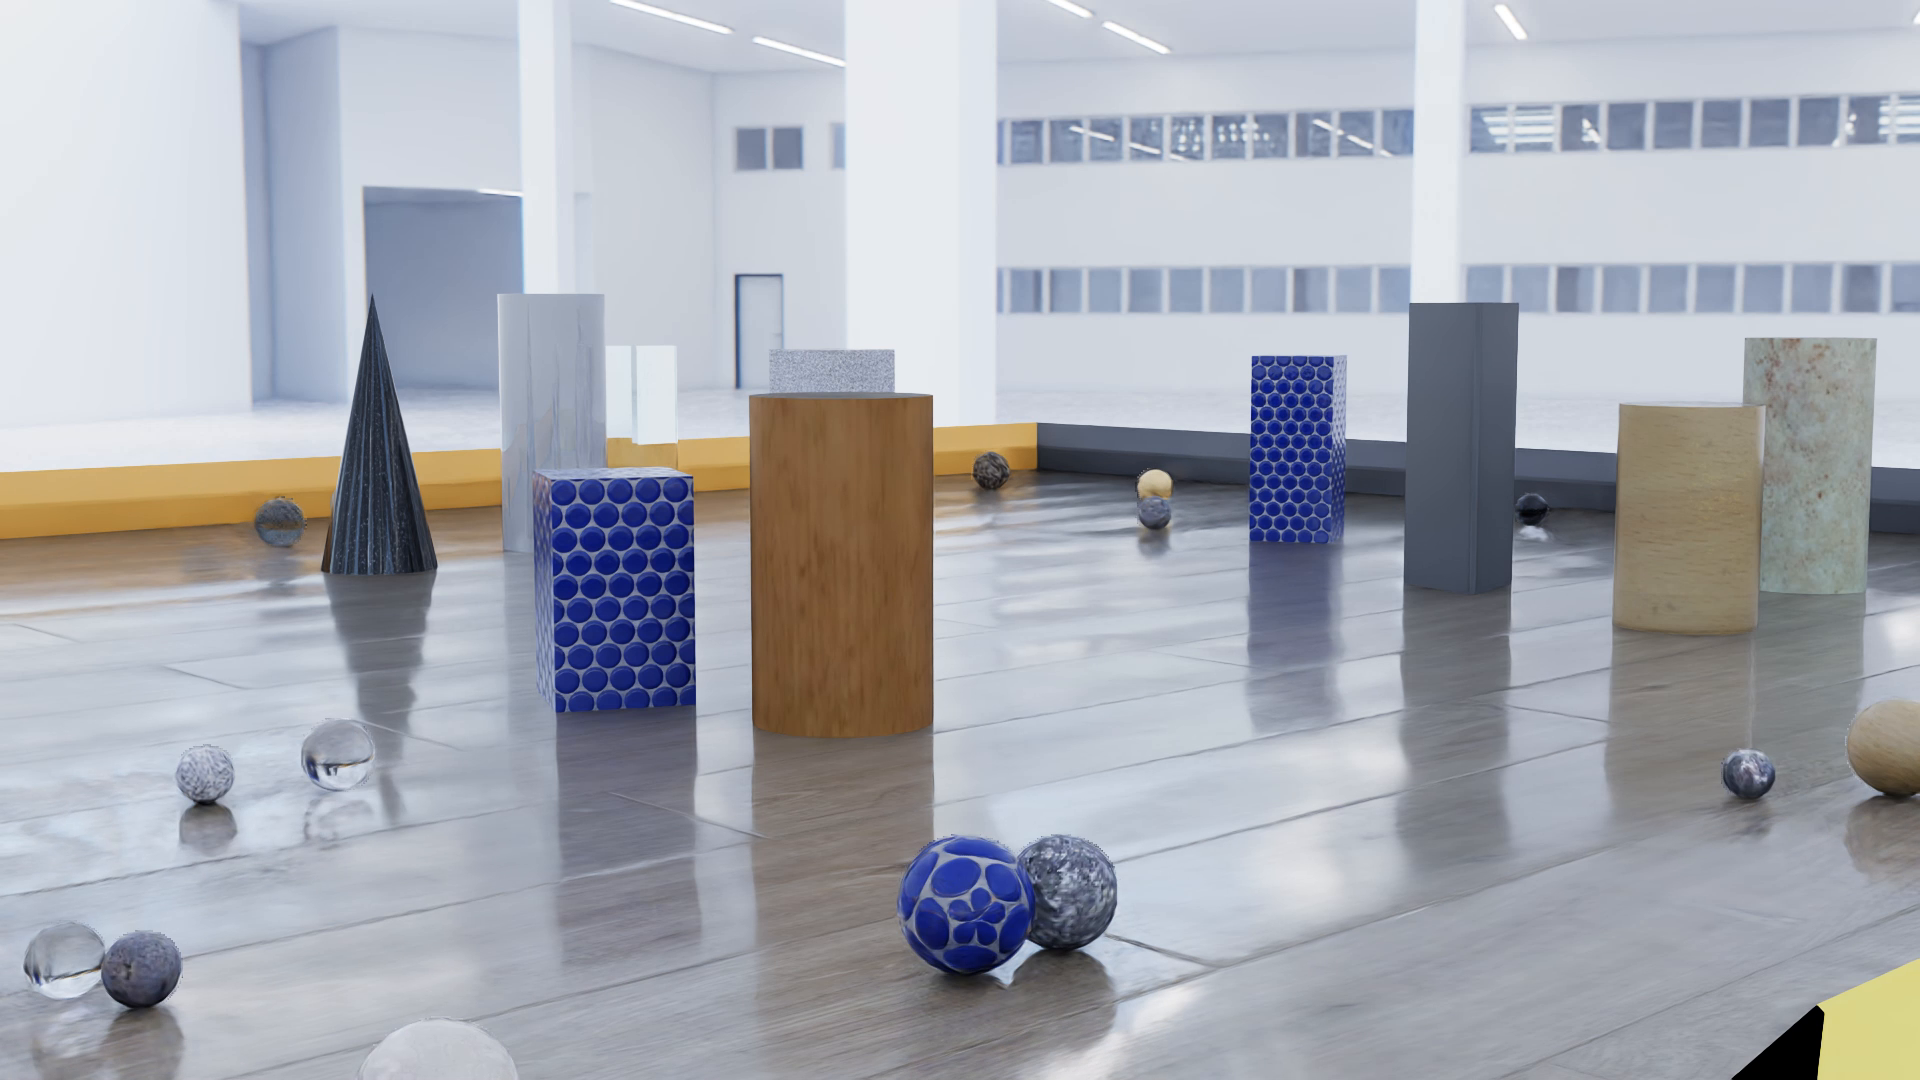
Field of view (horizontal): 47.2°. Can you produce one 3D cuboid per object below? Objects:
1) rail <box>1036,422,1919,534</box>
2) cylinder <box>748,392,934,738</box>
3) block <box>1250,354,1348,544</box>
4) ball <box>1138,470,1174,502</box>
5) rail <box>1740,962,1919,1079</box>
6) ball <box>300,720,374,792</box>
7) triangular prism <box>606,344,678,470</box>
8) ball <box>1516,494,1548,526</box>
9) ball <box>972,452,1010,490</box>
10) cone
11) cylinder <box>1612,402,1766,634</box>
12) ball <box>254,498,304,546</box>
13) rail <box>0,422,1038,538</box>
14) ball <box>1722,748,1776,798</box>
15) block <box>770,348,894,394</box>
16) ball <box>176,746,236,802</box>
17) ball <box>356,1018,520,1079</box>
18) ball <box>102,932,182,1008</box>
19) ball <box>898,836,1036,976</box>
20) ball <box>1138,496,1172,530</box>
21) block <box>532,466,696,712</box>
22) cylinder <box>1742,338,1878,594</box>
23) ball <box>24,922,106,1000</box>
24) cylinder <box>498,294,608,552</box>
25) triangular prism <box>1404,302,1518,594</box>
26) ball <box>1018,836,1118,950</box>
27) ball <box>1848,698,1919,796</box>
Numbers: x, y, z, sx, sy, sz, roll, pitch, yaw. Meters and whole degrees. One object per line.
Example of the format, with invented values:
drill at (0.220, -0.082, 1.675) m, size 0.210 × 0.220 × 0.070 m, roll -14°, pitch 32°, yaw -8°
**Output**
rail at (1.546, -0.115, 4.751) m, size 0.045 × 0.128 × 3.970 m, roll -5°, pitch 8°, yaw -42°
cylinder at (-0.128, 0.021, 2.379) m, size 0.198 × 0.354 × 0.198 m, roll 0°, pitch 6°, yaw 0°
block at (0.662, -0.182, 4.301) m, size 0.158 × 0.357 × 0.158 m, roll 2°, pitch 6°, yaw 19°
ball at (0.449, -0.121, 5.046) m, size 0.082 × 0.082 × 0.082 m, roll 0°, pitch 6°, yaw 0°
rail at (1.330, 0.183, 1.898) m, size 4.256 × 0.128 × 0.045 m, roll -5°, pitch 8°, yaw -42°
ball at (-0.579, 0.200, 2.045) m, size 0.067 × 0.067 × 0.067 m, roll 0°, pitch 6°, yaw 0°
triangular prism at (-0.694, -0.230, 4.700) m, size 0.171 × 0.371 × 0.148 m, roll -1°, pitch 6°, yaw -10°
ball at (1.186, -0.063, 4.563) m, size 0.067 × 0.067 × 0.067 m, roll 0°, pitch 6°, yaw 0°
ball at (0.078, -0.172, 5.485) m, size 0.093 × 0.093 × 0.093 m, roll 0°, pitch 6°, yaw 0°
cone at (-1.006, -0.189, 3.788) m, size 0.198 × 0.477 × 0.198 m, roll 0°, pitch 6°, yaw 0°
cylinder at (1.029, -0.035, 3.110) m, size 0.198 × 0.313 × 0.198 m, roll 0°, pitch 6°, yaw 0°
ball at (-1.288, -0.034, 4.166) m, size 0.091 × 0.091 × 0.091 m, roll 0°, pitch 6°, yaw 0°
rail at (-1.330, -0.116, 4.766) m, size 4.256 × 0.128 × 0.045 m, roll -5°, pitch 8°, yaw -42°
ball at (0.722, 0.214, 2.012) m, size 0.046 × 0.046 × 0.046 m, roll 0°, pitch 6°, yaw 0°
block at (-0.228, -0.153, 3.938) m, size 0.158 × 0.376 × 0.158 m, roll 6°, pitch 8°, yaw 44°
ball at (-0.685, 0.213, 1.995) m, size 0.051 × 0.051 × 0.051 m, roll 0°, pitch 6°, yaw 0°
ball at (-0.266, 0.287, 1.119) m, size 0.085 × 0.085 × 0.085 m, roll 0°, pitch 6°, yaw 0°
ball at (-0.525, 0.276, 1.409) m, size 0.048 × 0.048 × 0.048 m, roll 0°, pitch 6°, yaw 0°
ball at (0.004, 0.246, 1.479) m, size 0.093 × 0.093 × 0.093 m, roll 0°, pitch 6°, yaw 0°
ball at (0.397, -0.055, 4.483) m, size 0.069 × 0.069 × 0.069 m, roll 0°, pitch 6°, yaw 0°
block at (-0.399, 0.052, 2.530) m, size 0.158 × 0.260 × 0.158 m, roll -2°, pitch 6°, yaw -18°
cylinder at (1.361, -0.124, 3.540) m, size 0.198 × 0.401 × 0.198 m, roll 0°, pitch 6°, yaw 0°
ball at (-0.580, 0.273, 1.426) m, size 0.050 × 0.050 × 0.050 m, roll 0°, pitch 6°, yaw 0°
cylinder at (-0.764, -0.224, 4.136) m, size 0.198 × 0.475 × 0.198 m, roll 0°, pitch 6°, yaw 0°
triangular prism at (0.791, -0.153, 3.544) m, size 0.148 × 0.457 × 0.171 m, roll 4°, pitch 7°, yaw 34°
ball at (0.071, 0.247, 1.536) m, size 0.079 × 0.079 × 0.079 m, roll 0°, pitch 6°, yaw 0°
ball at (0.864, 0.190, 2.022) m, size 0.090 × 0.090 × 0.090 m, roll 0°, pitch 6°, yaw 0°
